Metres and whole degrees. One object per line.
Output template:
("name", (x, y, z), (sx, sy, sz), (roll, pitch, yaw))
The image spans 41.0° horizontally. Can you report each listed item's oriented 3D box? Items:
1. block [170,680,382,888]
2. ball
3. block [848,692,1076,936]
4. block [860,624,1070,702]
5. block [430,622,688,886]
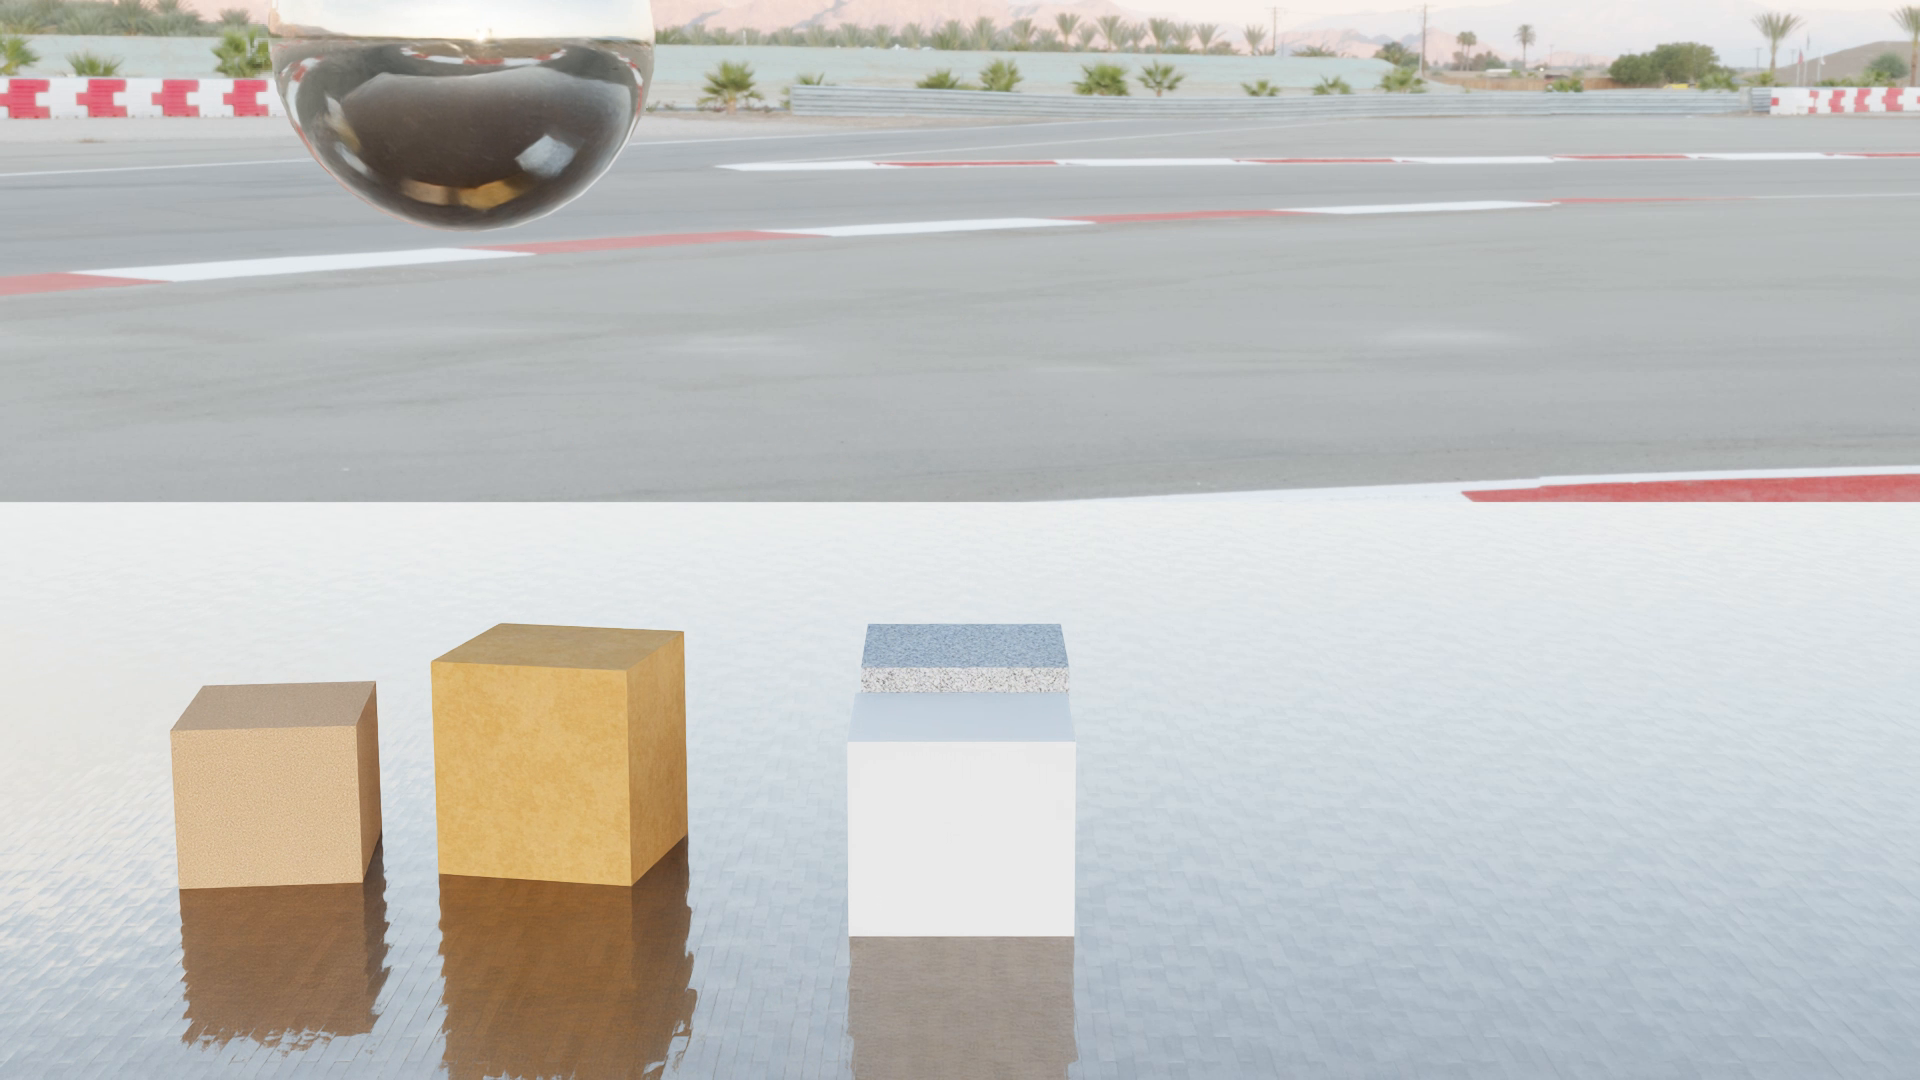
("block", (-3.068, 1.090, 11.588), (0.786, 0.710, 0.845), (-1, 10, -7))
("ball", (-2.086, -2.098, 10.799), (1.600, 1.600, 1.600), (0, 10, 0))
("block", (0.006, 1.152, 10.921), (0.930, 0.826, 0.843), (0, 10, 0))
("block", (0.022, 0.939, 11.790), (0.915, 0.935, 0.913), (0, 10, 0))
("block", (-1.796, 0.951, 11.631), (0.898, 0.967, 0.824), (2, 11, 11))
